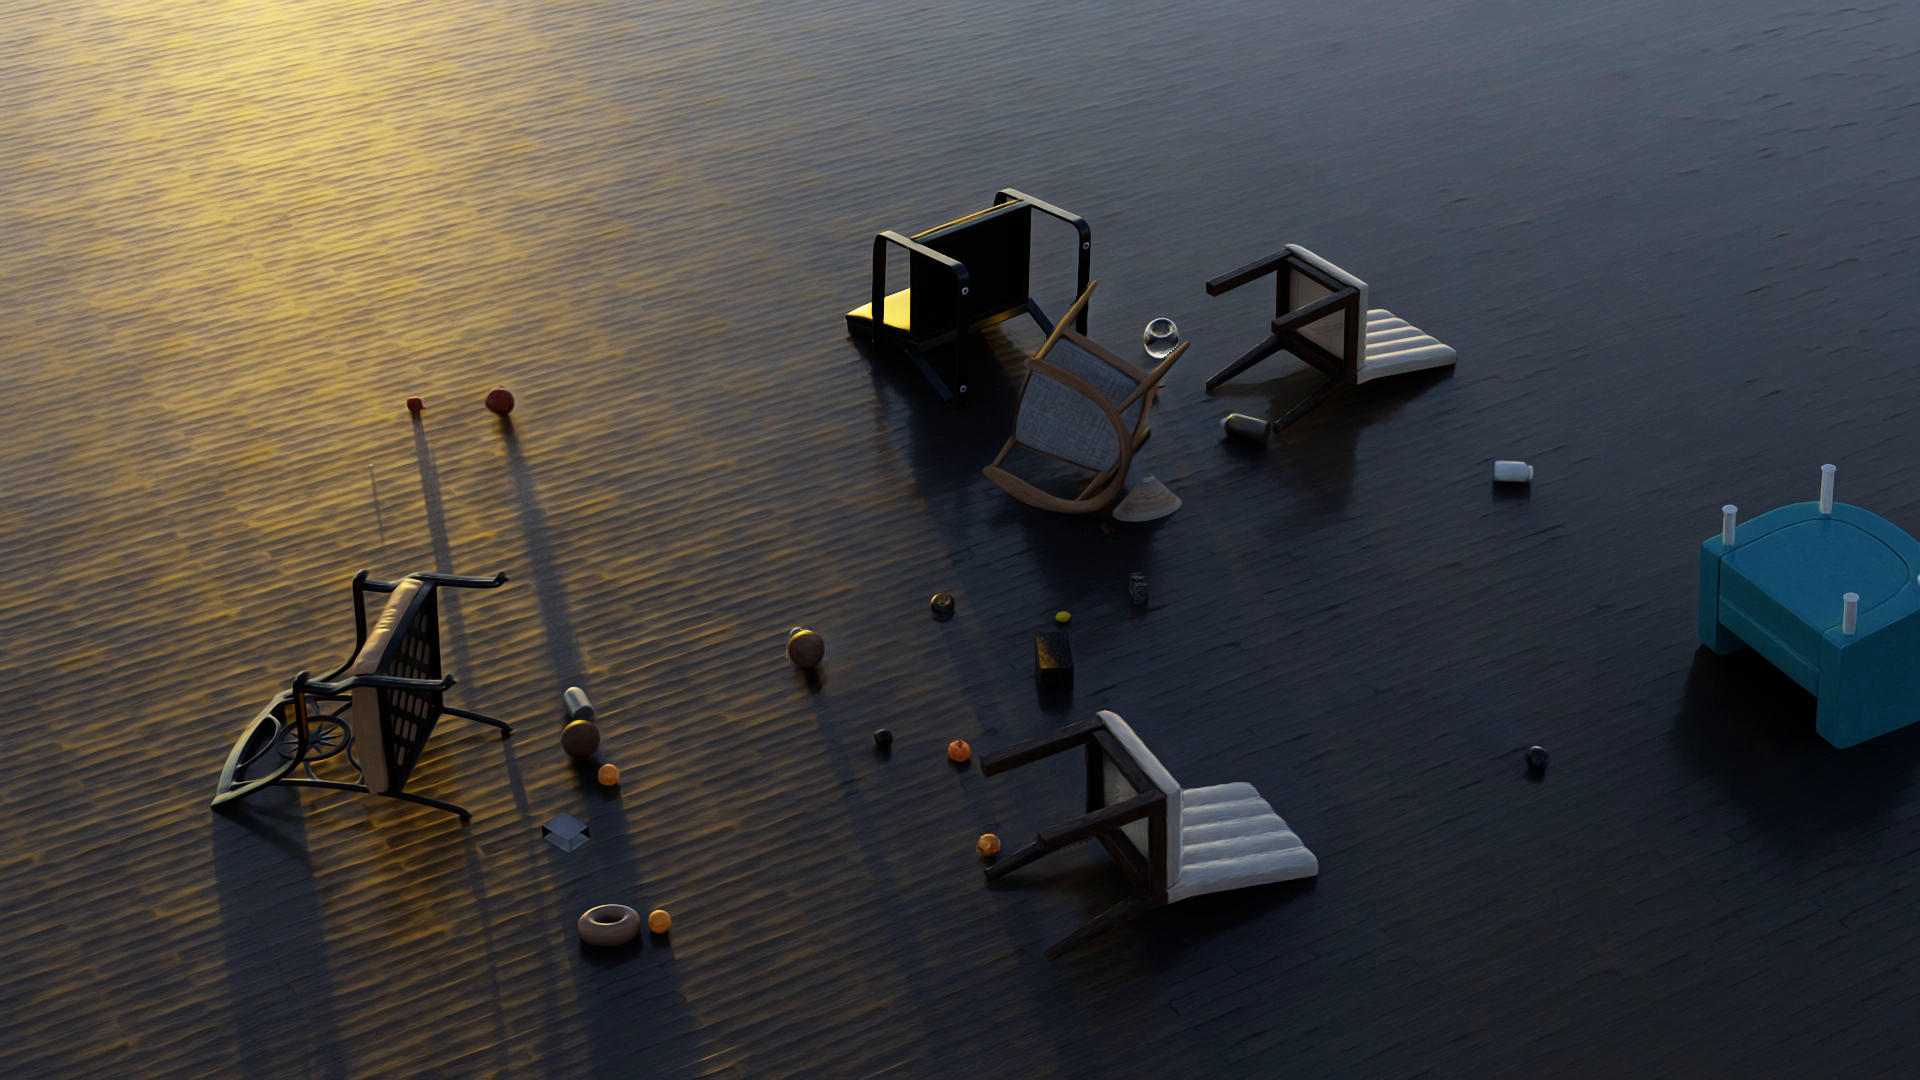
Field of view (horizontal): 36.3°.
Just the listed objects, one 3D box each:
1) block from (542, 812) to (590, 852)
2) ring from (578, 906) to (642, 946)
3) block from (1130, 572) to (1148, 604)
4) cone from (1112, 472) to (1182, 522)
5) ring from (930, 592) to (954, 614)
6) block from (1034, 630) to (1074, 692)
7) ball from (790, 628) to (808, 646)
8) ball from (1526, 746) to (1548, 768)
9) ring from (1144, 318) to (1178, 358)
[{"bbox_3d":[-1.272,0.943,9.467,0.120,0.051,0.093,24,40,32],"label":"block"},{"bbox_3d":[-1.084,1.192,9.063,0.199,0.082,0.140,-6,32,-10],"label":"ring"},{"bbox_3d":[0.647,0.174,10.612,0.047,0.076,0.086,-6,34,-9],"label":"block"},{"bbox_3d":[0.711,-0.189,11.082,0.290,0.163,0.161,-15,36,-21],"label":"cone"},{"bbox_3d":[-0.063,0.230,10.566,0.087,0.033,0.120,3,33,7],"label":"ring"},{"bbox_3d":[0.328,0.422,10.213,0.113,0.100,0.218,-2,33,-3],"label":"block"},{"bbox_3d":[-0.569,0.343,10.361,0.070,0.070,0.070,0,33,0],"label":"ball"},{"bbox_3d":[1.923,0.725,9.777,0.075,0.075,0.075,0,33,0],"label":"ball"},{"bbox_3d":[0.832,-0.834,12.124,0.144,0.096,0.242,2,32,6],"label":"ring"}]
